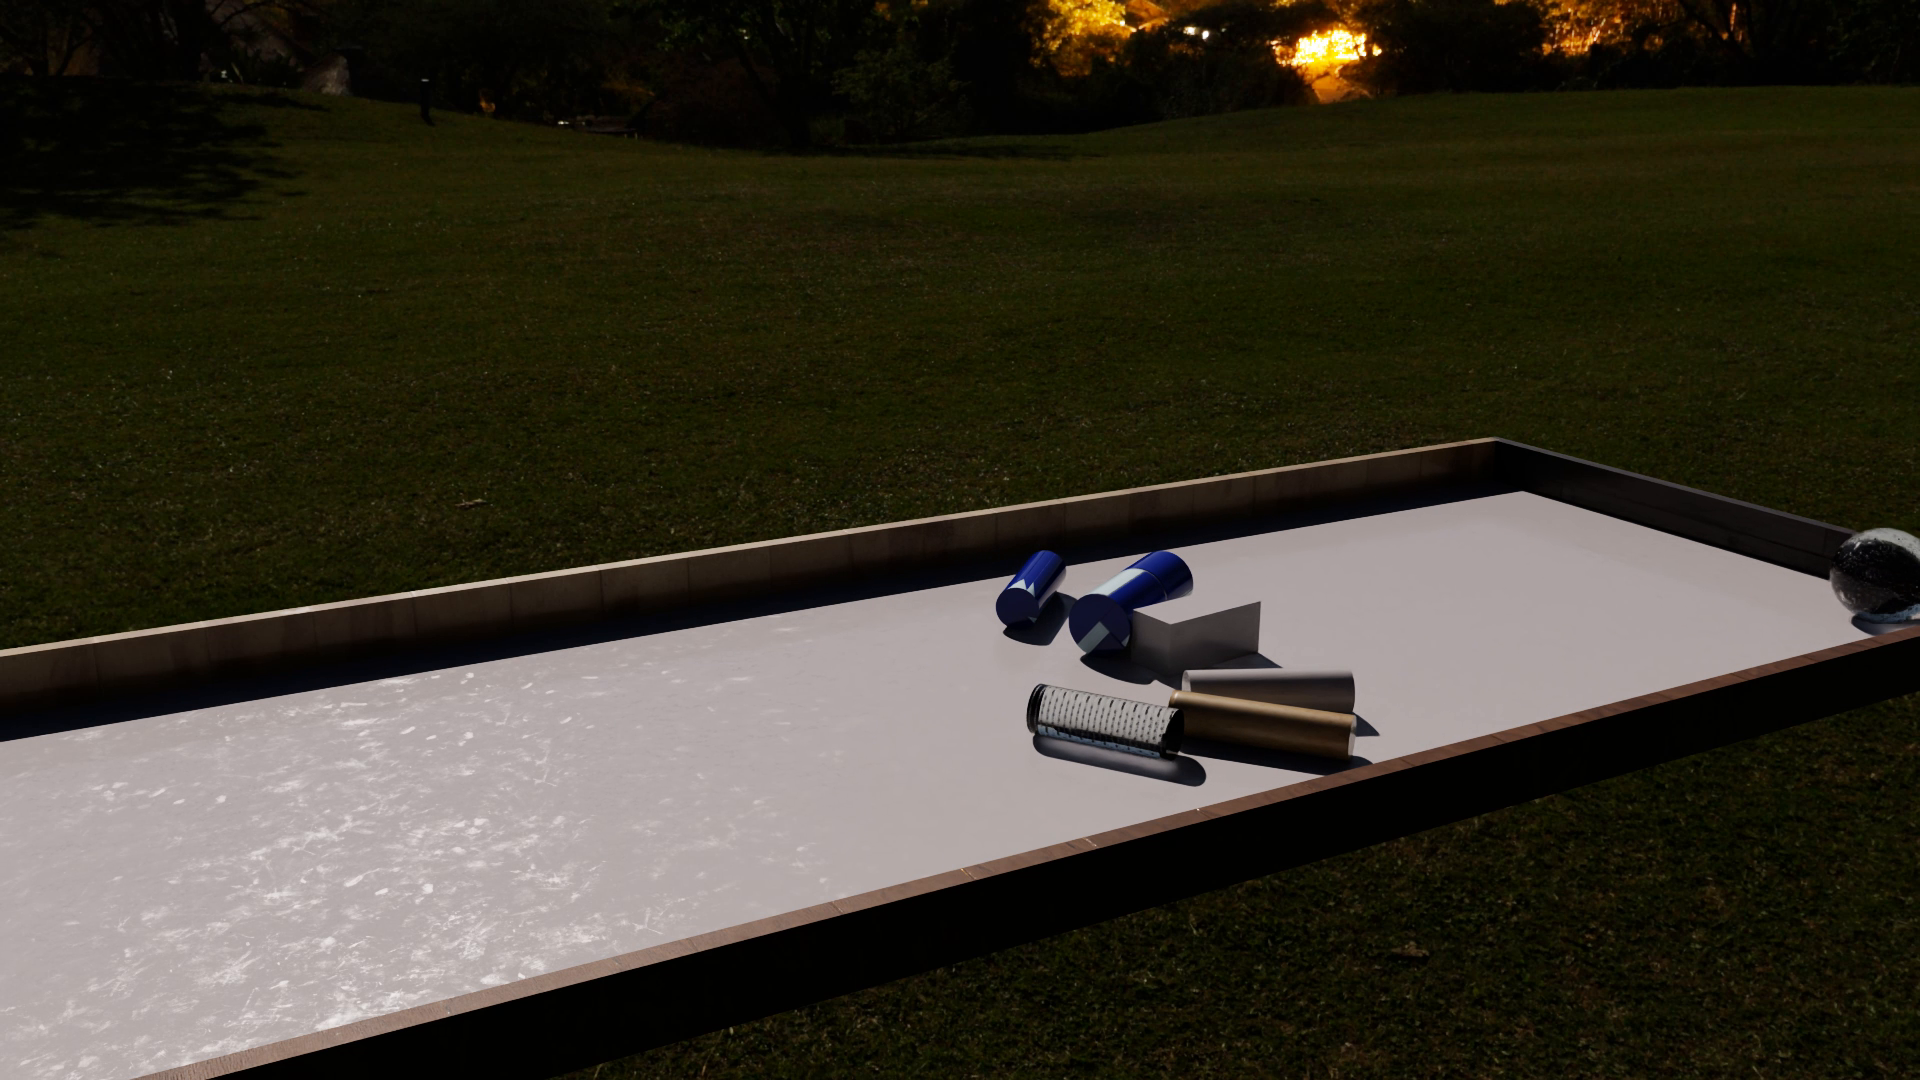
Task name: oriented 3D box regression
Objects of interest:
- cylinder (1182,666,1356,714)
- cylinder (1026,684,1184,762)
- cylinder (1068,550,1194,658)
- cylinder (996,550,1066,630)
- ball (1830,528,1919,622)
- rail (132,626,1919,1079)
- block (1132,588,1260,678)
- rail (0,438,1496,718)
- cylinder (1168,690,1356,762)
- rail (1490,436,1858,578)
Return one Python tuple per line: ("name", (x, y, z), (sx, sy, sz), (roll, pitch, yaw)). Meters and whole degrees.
("cylinder", (0.731, 0.362, 3.921), (0.389, 0.114, 0.114), (-1, 16, -3))
("cylinder", (0.329, 0.412, 3.743), (0.339, 0.116, 0.116), (8, 18, 26))
("cylinder", (0.469, 0.169, 4.469), (0.175, 0.175, 0.441), (9, 19, 28))
("cylinder", (0.204, 0.138, 4.669), (0.122, 0.122, 0.360), (4, 17, 15))
("ball", (2.552, 0.097, 4.557), (0.264, 0.264, 0.264), (0, 16, 0))
("rail", (-2.336, 1.006, 1.665), (12.000, 0.150, 0.050), (-9, 18, -27))
("block", (0.615, 0.237, 4.294), (0.318, 0.143, 0.143), (-11, 20, -34))
("rail", (-3.305, 0.497, 3.399), (12.000, 0.150, 0.050), (-9, 18, -27))
("cylinder", (0.683, 0.419, 3.745), (0.411, 0.104, 0.104), (7, 18, 21))
("rail", (2.466, -0.048, 5.253), (0.050, 0.150, 2.100), (-9, 18, -27))
